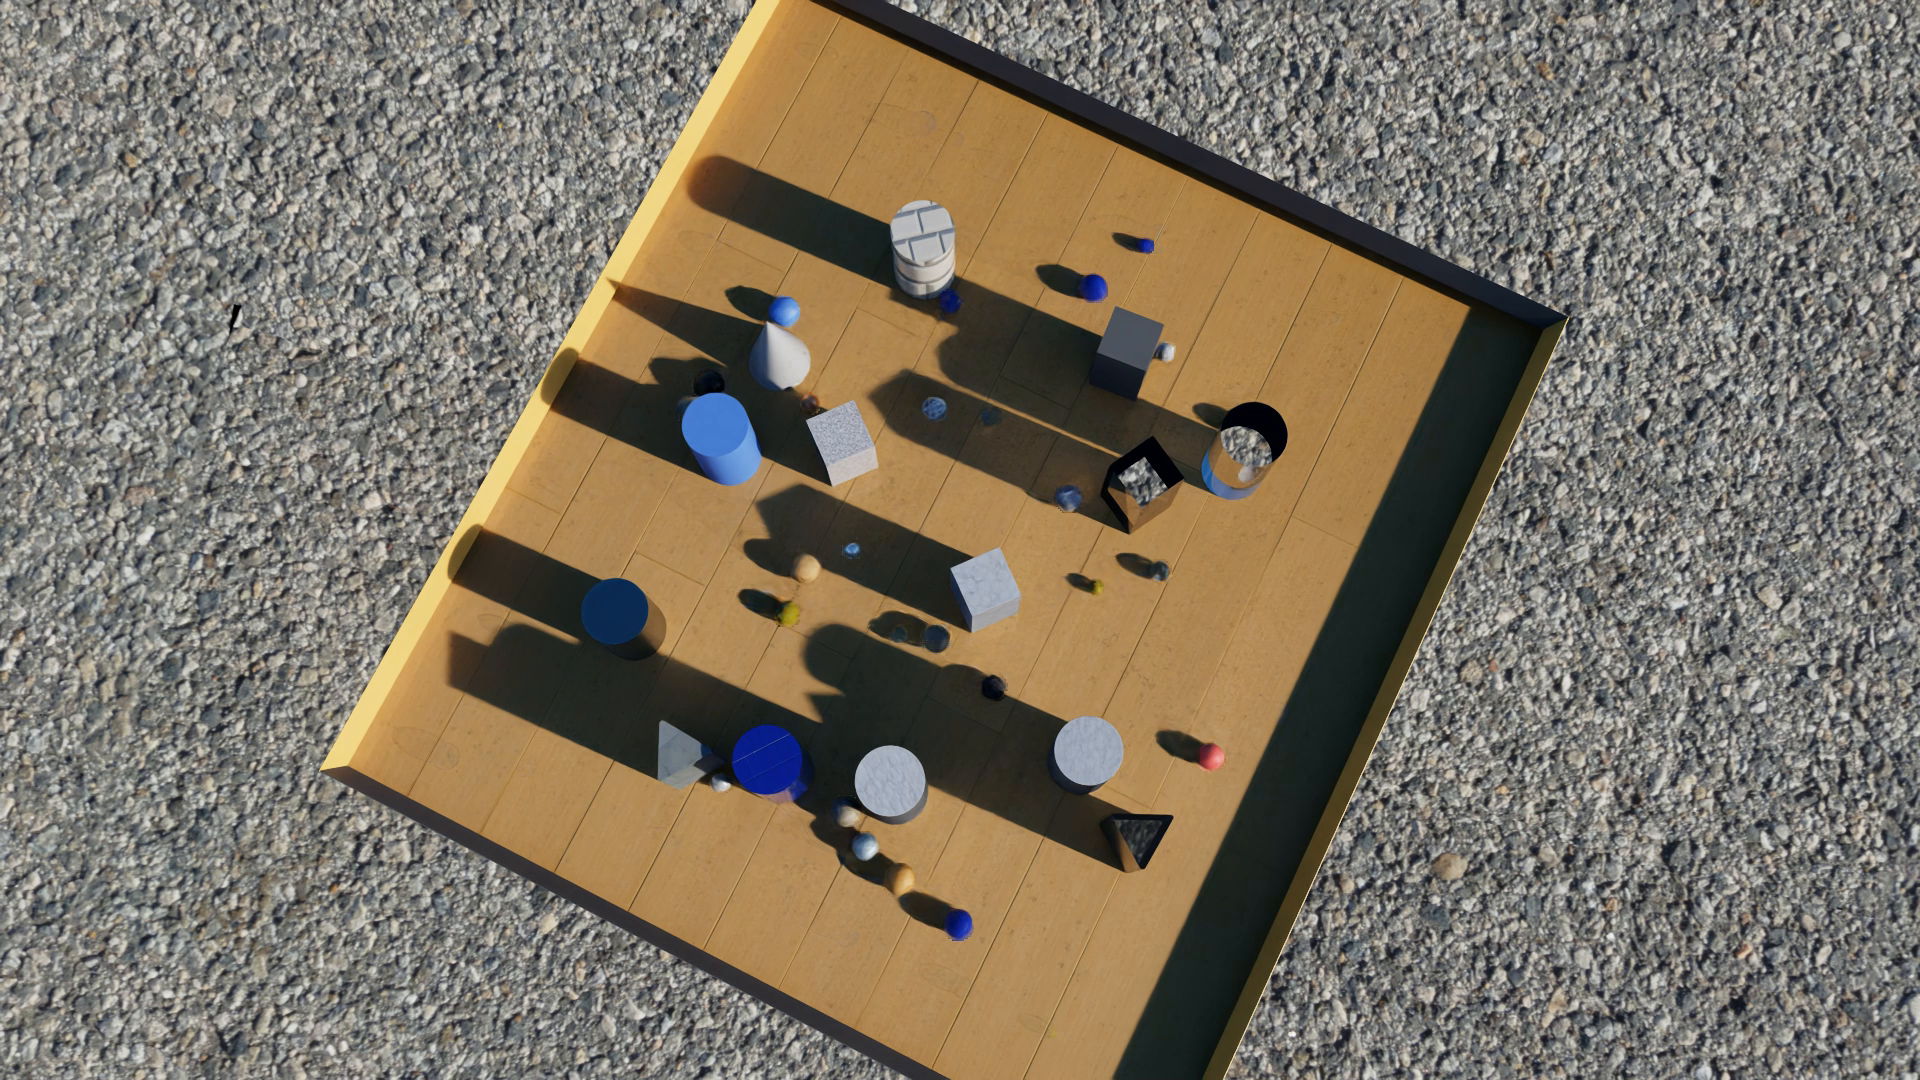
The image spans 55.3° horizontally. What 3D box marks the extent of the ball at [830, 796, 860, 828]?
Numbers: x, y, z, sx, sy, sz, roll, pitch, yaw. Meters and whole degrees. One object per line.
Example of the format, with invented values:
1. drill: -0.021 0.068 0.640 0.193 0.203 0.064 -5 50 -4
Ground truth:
1. ball: -0.338 0.803 5.405 0.089 0.089 0.089 0 78 0

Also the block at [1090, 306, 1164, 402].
1. block: 0.503 -0.562 5.566 0.155 0.326 0.155 22 79 4

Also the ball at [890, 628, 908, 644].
1. ball: -0.184 0.288 5.532 0.049 0.049 0.049 0 78 0

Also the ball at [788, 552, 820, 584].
1. ball: -0.471 0.085 5.551 0.095 0.095 0.095 0 78 0

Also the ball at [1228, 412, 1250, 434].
1. ball: 0.862 -0.360 5.656 0.070 0.070 0.070 0 78 0

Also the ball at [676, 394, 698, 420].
1. ball: -0.831 -0.405 5.656 0.087 0.087 0.087 0 78 0

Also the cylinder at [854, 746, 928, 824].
1. cylinder: -0.192 0.705 5.235 0.193 0.461 0.193 0 78 0

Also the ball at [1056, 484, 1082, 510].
1. ball: 0.334 -0.130 5.602 0.081 0.081 0.081 0 78 0

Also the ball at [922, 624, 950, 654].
1. ball: -0.072 0.297 5.511 0.086 0.086 0.086 0 78 0

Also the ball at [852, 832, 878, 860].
1. ball: -0.280 0.902 5.389 0.080 0.080 0.080 0 78 0

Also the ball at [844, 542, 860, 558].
1. ball: -0.328 0.029 5.586 0.048 0.048 0.048 0 78 0

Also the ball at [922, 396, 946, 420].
1. ball: -0.080 -0.408 5.663 0.075 0.075 0.075 0 78 0

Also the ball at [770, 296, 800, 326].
1. ball: -0.545 -0.712 5.716 0.094 0.094 0.094 0 78 0

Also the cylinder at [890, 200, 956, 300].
1. cylinder: -0.111 -0.886 5.624 0.193 0.344 0.193 0 78 0

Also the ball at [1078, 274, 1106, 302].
1. ball: 0.416 -0.791 5.735 0.087 0.087 0.087 0 78 0

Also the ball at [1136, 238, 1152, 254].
1. ball: 0.582 -0.929 5.784 0.049 0.049 0.049 0 78 0

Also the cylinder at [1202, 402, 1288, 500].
1. cylinder: 0.842 -0.260 5.455 0.193 0.421 0.193 0 78 0

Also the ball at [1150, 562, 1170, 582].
1. ball: 0.607 0.097 5.564 0.064 0.064 0.064 0 78 0

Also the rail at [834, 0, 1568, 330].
1. rail: 0.642 -1.250 5.810 2.729 0.126 0.045 26 80 5

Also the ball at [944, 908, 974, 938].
1. ball: -0.005 1.118 5.341 0.086 0.086 0.086 0 78 0

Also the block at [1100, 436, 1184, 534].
1. block: 0.539 -0.159 5.458 0.155 0.374 0.155 -34 80 -7

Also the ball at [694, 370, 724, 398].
1. ball: -0.776 -0.479 5.666 0.097 0.097 0.097 0 78 0

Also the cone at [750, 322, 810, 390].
1. cone: -0.564 -0.599 5.541 0.193 0.390 0.193 0 78 0

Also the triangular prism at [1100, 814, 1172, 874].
1. triangular prism: 0.477 0.832 5.214 0.145 0.452 0.167 31 80 6

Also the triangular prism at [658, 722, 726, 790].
1. triangular prism: -0.803 0.605 5.306 0.167 0.364 0.145 -29 80 -6

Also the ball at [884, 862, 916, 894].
1. ball: -0.177 0.992 5.364 0.092 0.092 0.092 0 78 0

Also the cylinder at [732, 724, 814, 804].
1. cylinder: -0.534 0.649 5.271 0.193 0.413 0.193 0 78 0

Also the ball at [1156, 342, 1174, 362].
1. ball: 0.639 -0.584 5.707 0.060 0.060 0.060 0 78 0

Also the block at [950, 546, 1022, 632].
1. block: 0.074 0.151 5.426 0.155 0.313 0.155 -23 79 -5

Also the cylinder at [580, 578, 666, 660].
1. cylinder: -0.987 0.237 5.398 0.193 0.331 0.193 0 78 0

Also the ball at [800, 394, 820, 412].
1. ball: -0.465 -0.425 5.675 0.058 0.058 0.058 0 78 0

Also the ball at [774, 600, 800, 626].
1. ball: -0.523 0.220 5.532 0.076 0.076 0.076 0 78 0

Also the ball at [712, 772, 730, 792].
1. ball: -0.709 0.718 5.438 0.058 0.058 0.058 0 78 0

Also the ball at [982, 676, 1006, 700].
1. ball: 0.099 0.442 5.488 0.073 0.073 0.073 0 78 0

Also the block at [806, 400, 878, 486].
1. block: -0.354 -0.290 5.544 0.155 0.259 0.155 -24 79 -5

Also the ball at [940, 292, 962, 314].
1. ball: -0.031 -0.742 5.735 0.069 0.069 0.069 0 78 0

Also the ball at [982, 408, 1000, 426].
1. ball: 0.095 -0.380 5.667 0.055 0.055 0.055 0 78 0

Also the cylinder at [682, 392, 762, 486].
1. cylinder: -0.711 -0.299 5.494 0.193 0.360 0.193 0 78 0

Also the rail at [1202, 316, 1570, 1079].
1. rail: 1.199 0.594 5.428 0.045 0.126 2.917 26 80 5

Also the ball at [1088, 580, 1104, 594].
1. ball: 0.412 0.144 5.564 0.045 0.045 0.045 0 78 0

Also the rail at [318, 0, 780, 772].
1. rail: -1.199 -0.581 5.672 0.045 0.126 2.917 26 80 5

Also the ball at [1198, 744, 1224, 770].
1. ball: 0.744 0.644 5.443 0.078 0.078 0.078 0 78 0

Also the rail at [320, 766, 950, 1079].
1. rail: -0.642 1.263 5.290 2.729 0.126 0.045 26 80 5

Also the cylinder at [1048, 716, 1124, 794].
1. cylinder: 0.359 0.625 5.292 0.193 0.382 0.193 0 78 0
